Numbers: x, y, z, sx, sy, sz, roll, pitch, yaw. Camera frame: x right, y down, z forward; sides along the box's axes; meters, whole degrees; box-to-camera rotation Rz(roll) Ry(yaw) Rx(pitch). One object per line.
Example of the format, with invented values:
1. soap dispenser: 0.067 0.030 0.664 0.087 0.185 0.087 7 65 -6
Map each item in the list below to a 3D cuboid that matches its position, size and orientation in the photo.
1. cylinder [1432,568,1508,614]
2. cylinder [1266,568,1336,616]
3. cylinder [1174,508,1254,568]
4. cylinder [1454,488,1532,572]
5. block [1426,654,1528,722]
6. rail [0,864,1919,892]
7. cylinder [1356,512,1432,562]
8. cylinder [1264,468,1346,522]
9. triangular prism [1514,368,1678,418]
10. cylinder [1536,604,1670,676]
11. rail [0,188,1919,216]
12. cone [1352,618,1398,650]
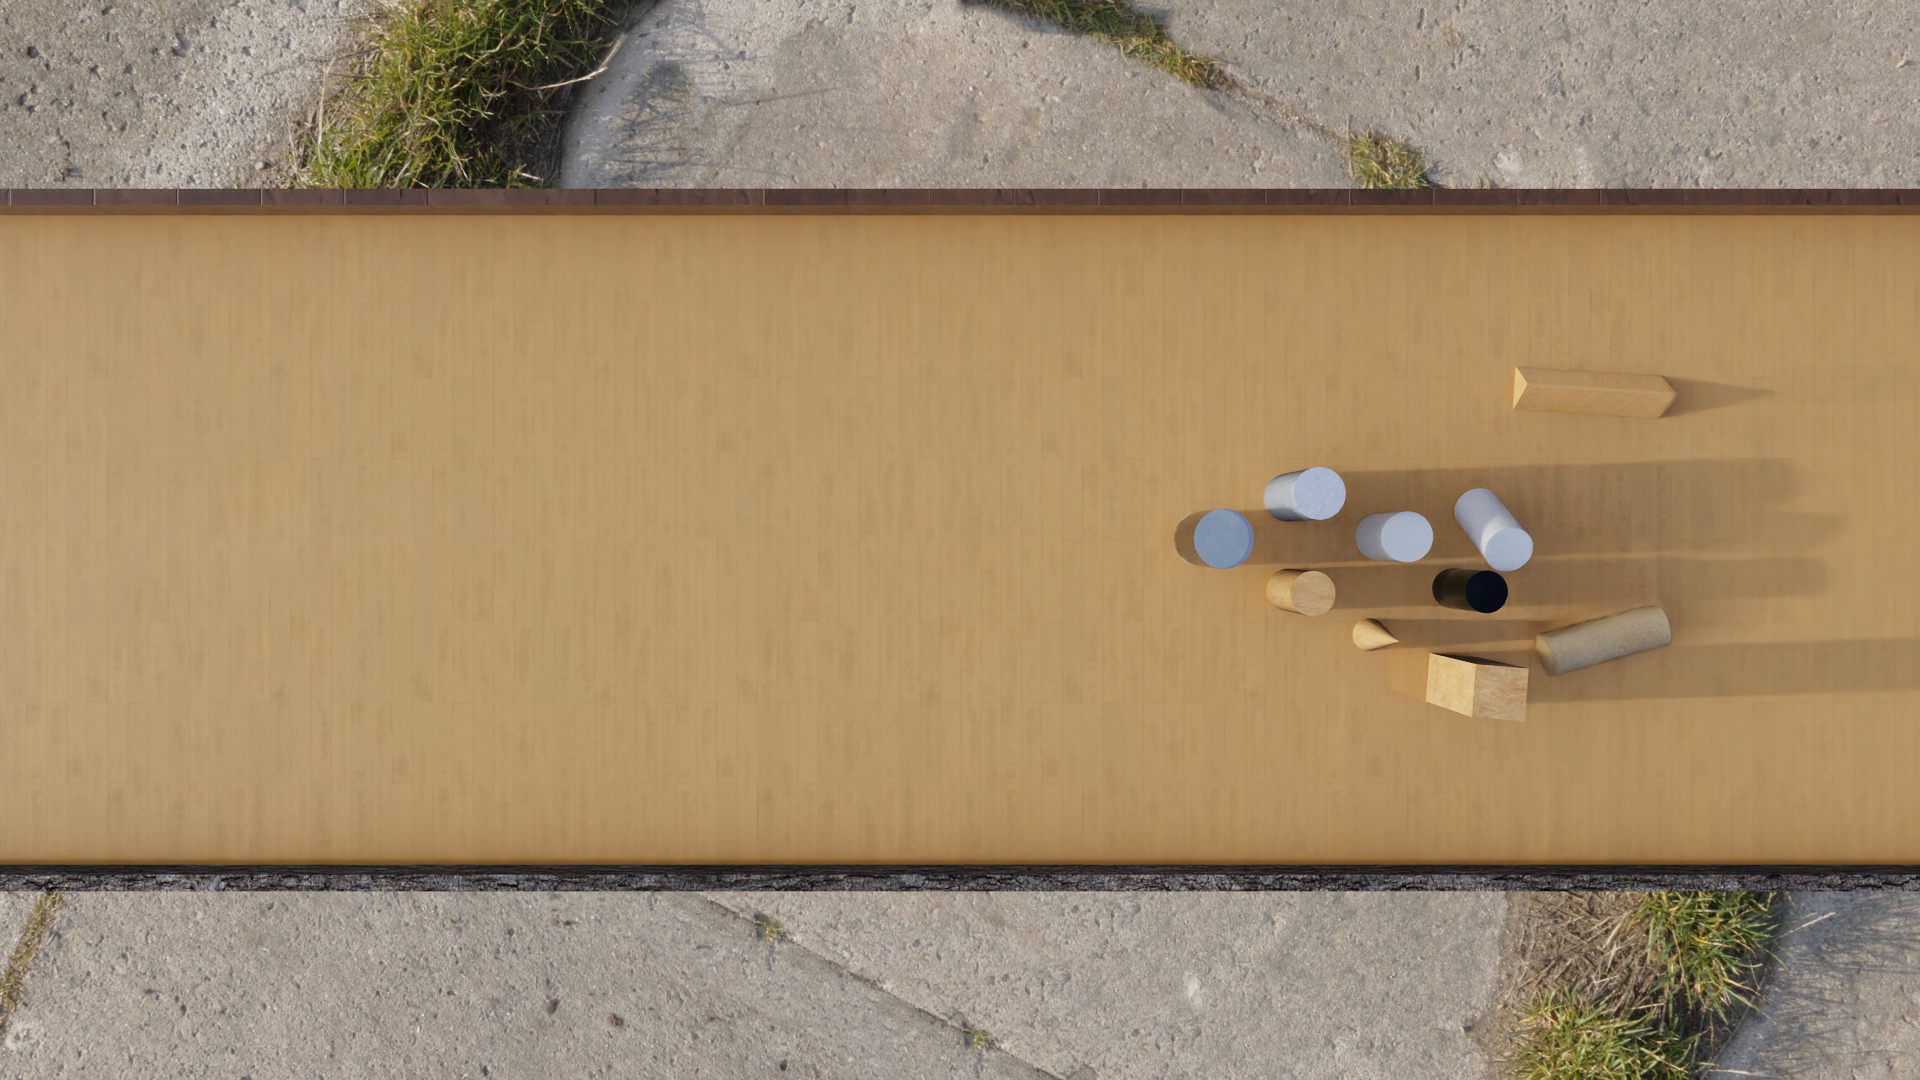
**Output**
1. cylinder: 1.515 0.149 4.911 0.124 0.332 0.124 0 90 0
2. cylinder: 1.008 0.153 4.893 0.129 0.366 0.129 0 90 0
3. cylinder: 0.743 -0.003 4.860 0.170 0.432 0.170 0 90 0
4. cylinder: 1.584 -0.033 4.907 0.139 0.311 0.139 0 113 -1
5. block: 1.514 0.428 4.849 0.148 0.455 0.148 5 90 0
6. rail: -2.247 1.025 5.001 12.000 0.150 0.050 0 90 0
7. cylinder: 1.289 -0.009 4.913 0.146 0.326 0.146 0 90 0
8. cylinder: 1.008 -0.131 4.851 0.148 0.452 0.148 0 90 0
9. triangular prism: 1.933 -0.454 5.019 0.456 0.110 0.127 4 90 0
10. cylinder: 1.952 0.302 5.012 0.363 0.129 0.129 -15 90 0
11. rail: -2.247 -1.025 5.002 12.000 0.150 0.050 0 90 0
12. cone: 1.259 0.291 4.903 0.101 0.346 0.101 0 90 0
